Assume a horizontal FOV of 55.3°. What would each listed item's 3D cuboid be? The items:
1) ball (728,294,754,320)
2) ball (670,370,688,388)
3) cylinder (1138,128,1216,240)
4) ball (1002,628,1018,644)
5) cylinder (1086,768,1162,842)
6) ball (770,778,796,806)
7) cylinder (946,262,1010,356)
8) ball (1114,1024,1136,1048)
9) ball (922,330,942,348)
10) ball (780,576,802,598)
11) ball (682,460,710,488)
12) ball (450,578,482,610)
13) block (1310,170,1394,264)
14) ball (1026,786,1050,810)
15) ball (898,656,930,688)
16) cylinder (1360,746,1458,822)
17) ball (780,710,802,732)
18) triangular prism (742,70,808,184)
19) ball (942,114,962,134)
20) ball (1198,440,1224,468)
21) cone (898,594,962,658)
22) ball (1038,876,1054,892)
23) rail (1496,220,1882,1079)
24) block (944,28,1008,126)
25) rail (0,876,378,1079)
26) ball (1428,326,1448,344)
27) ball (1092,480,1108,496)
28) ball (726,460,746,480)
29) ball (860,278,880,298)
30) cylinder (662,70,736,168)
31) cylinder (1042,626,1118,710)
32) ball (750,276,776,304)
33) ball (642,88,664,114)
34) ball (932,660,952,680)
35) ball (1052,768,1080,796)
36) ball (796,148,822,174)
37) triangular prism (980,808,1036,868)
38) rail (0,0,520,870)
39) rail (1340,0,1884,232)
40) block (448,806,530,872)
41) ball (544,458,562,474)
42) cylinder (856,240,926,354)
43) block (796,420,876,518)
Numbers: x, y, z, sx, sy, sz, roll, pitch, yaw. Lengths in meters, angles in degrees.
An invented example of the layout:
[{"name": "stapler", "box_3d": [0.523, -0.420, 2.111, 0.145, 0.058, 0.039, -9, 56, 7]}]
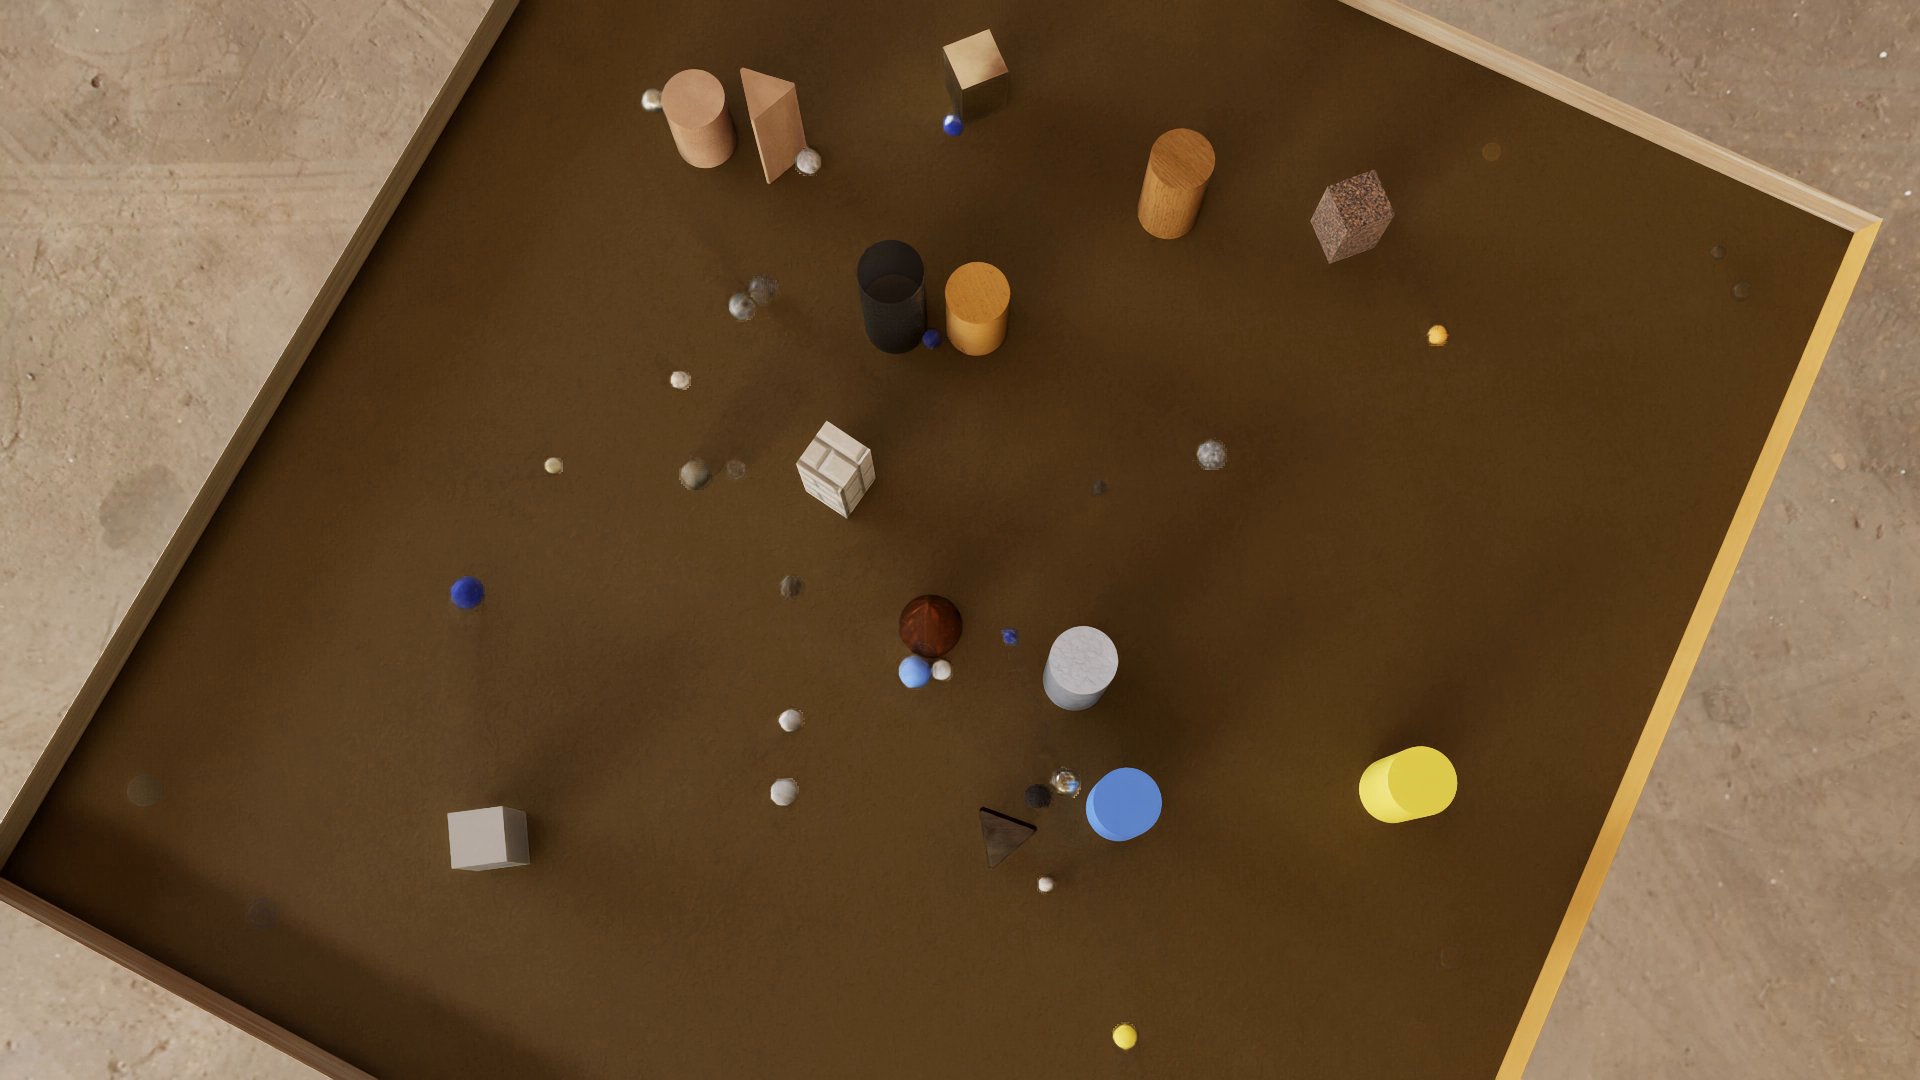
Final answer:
[{"name": "ball", "box_3d": [-0.683, -0.731, 5.726, 0.081, 0.081, 0.081, 0, 78, 0]}, {"name": "ball", "box_3d": [-0.871, -0.498, 5.691, 0.056, 0.056, 0.056, 0, 78, 0]}, {"name": "cylinder", "box_3d": [0.661, -1.090, 5.636, 0.193, 0.403, 0.193, 0, 78, 0]}, {"name": "ball", "box_3d": [0.150, 0.291, 5.532, 0.047, 0.047, 0.047, 0, 78, 0]}, {"name": "cylinder", "box_3d": [0.471, 0.768, 5.302, 0.193, 0.305, 0.193, 0, 78, 0]}, {"name": "ball", "box_3d": [-0.522, 0.747, 5.421, 0.079, 0.079, 0.079, 0, 78, 0]}, {"name": "cylinder", "box_3d": [0.052, -0.703, 5.601, 0.193, 0.316, 0.193, 0, 78, 0]}, {"name": "ball", "box_3d": [0.476, 1.432, 5.286, 0.068, 0.068, 0.068, 0, 78, 0]}, {"name": "ball", "box_3d": [-0.087, -0.627, 5.715, 0.060, 0.060, 0.060, 0, 78, 0]}, {"name": "ball", "box_3d": [-0.512, 0.142, 5.553, 0.068, 0.068, 0.068, 0, 78, 0]}, {"name": "ball", "box_3d": [-0.809, -0.203, 5.613, 0.089, 0.089, 0.089, 0, 78, 0]}, {"name": "ball", "box_3d": [-1.490, 0.162, 5.534, 0.096, 0.096, 0.096, 0, 78, 0]}, {"name": "block", "box_3d": [1.213, -0.999, 5.680, 0.155, 0.281, 0.155, -20, 79, -4]}, {"name": "ball", "box_3d": [0.233, 0.764, 5.422, 0.072, 0.072, 0.072, 0, 78, 0]}, {"name": "ball", "box_3d": [-0.136, 0.395, 5.485, 0.097, 0.097, 0.097, 0, 78, 0]}, {"name": "cylinder", "box_3d": [1.286, 0.708, 5.279, 0.193, 0.373, 0.193, 0, 78, 0]}, {"name": "ball", "box_3d": [-0.505, 0.540, 5.470, 0.067, 0.067, 0.067, 0, 78, 0]}, {"name": "triangular prism", "box_3d": [-0.598, -1.293, 5.641, 0.168, 0.476, 0.145, -42, 81, -8]}, {"name": "ball", "box_3d": [-0.024, -1.329, 5.857, 0.067, 0.067, 0.067, 0, 78, 0]}, {"name": "ball", "box_3d": [0.772, -0.264, 5.628, 0.084, 0.084, 0.084, 0, 78, 0]}, {"name": "cone", "box_3d": [-0.090, 0.219, 5.361, 0.193, 0.412, 0.193, 0, 78, 0]}, {"name": "ball", "box_3d": [0.253, 1.011, 5.384, 0.046, 0.046, 0.046, 0, 78, 0]}, {"name": "rail", "box_3d": [1.870, 0.922, 5.361, 0.045, 0.126, 4.379, 26, 80, 5]}, {"name": "block", "box_3d": [0.049, -1.458, 5.786, 0.155, 0.260, 0.155, -22, 79, -5]}, {"name": "rail", "box_3d": [-0.969, 1.904, 5.157, 4.228, 0.126, 0.045, 26, 80, 5]}, {"name": "ball", "box_3d": [1.490, -0.641, 5.719, 0.058, 0.058, 0.058, 0, 78, 0]}, {"name": "ball", "box_3d": [0.429, -0.158, 5.625, 0.048, 0.048, 0.048, 0, 78, 0]}, {"name": "ball", "box_3d": [-0.689, -0.217, 5.631, 0.060, 0.060, 0.060, 0, 78, 0]}, {"name": "ball", "box_3d": [-0.279, -0.787, 5.724, 0.063, 0.063, 0.063, 0, 78, 0]}, {"name": "cylinder", "box_3d": [-0.814, -1.315, 5.734, 0.193, 0.303, 0.193, 0, 78, 0]}, {"name": "cylinder", "box_3d": [0.346, 0.378, 5.329, 0.193, 0.409, 0.193, 0, 78, 0]}, {"name": "ball", "box_3d": [-0.616, -0.784, 5.735, 0.085, 0.085, 0.085, 0, 78, 0]}, {"name": "ball", "box_3d": [-0.978, -1.404, 5.866, 0.081, 0.081, 0.081, 0, 78, 0]}, {"name": "ball", "box_3d": [-0.056, 0.391, 5.504, 0.061, 0.061, 0.061, 0, 78, 0]}, {"name": "ball", "box_3d": [0.312, 0.717, 5.426, 0.082, 0.082, 0.082, 0, 78, 0]}, {"name": "ball", "box_3d": [-0.481, -1.205, 5.826, 0.079, 0.079, 0.079, 0, 78, 0]}, {"name": "triangular prism", "box_3d": [0.106, 0.837, 5.291, 0.168, 0.298, 0.145, -39, 81, -7]}, {"name": "rail", "box_3d": [-1.870, -0.909, 5.739, 0.045, 0.126, 4.379, 26, 80, 5]}, {"name": "rail", "box_3d": [0.969, -1.891, 5.942, 4.228, 0.126, 0.045, 26, 80, 5]}, {"name": "block", "box_3d": [-1.358, 0.864, 5.292, 0.155, 0.285, 0.155, -7, 78, -2]}, {"name": "ball", "box_3d": [-1.253, -0.229, 5.638, 0.050, 0.050, 0.050, 0, 78, 0]}, {"name": "cylinder", "box_3d": [-0.201, -0.726, 5.521, 0.193, 0.481, 0.193, 0, 78, 0]}, {"name": "block", "box_3d": [-0.367, -0.206, 5.480, 0.155, 0.351, 0.155, 34, 80, 7]}]
